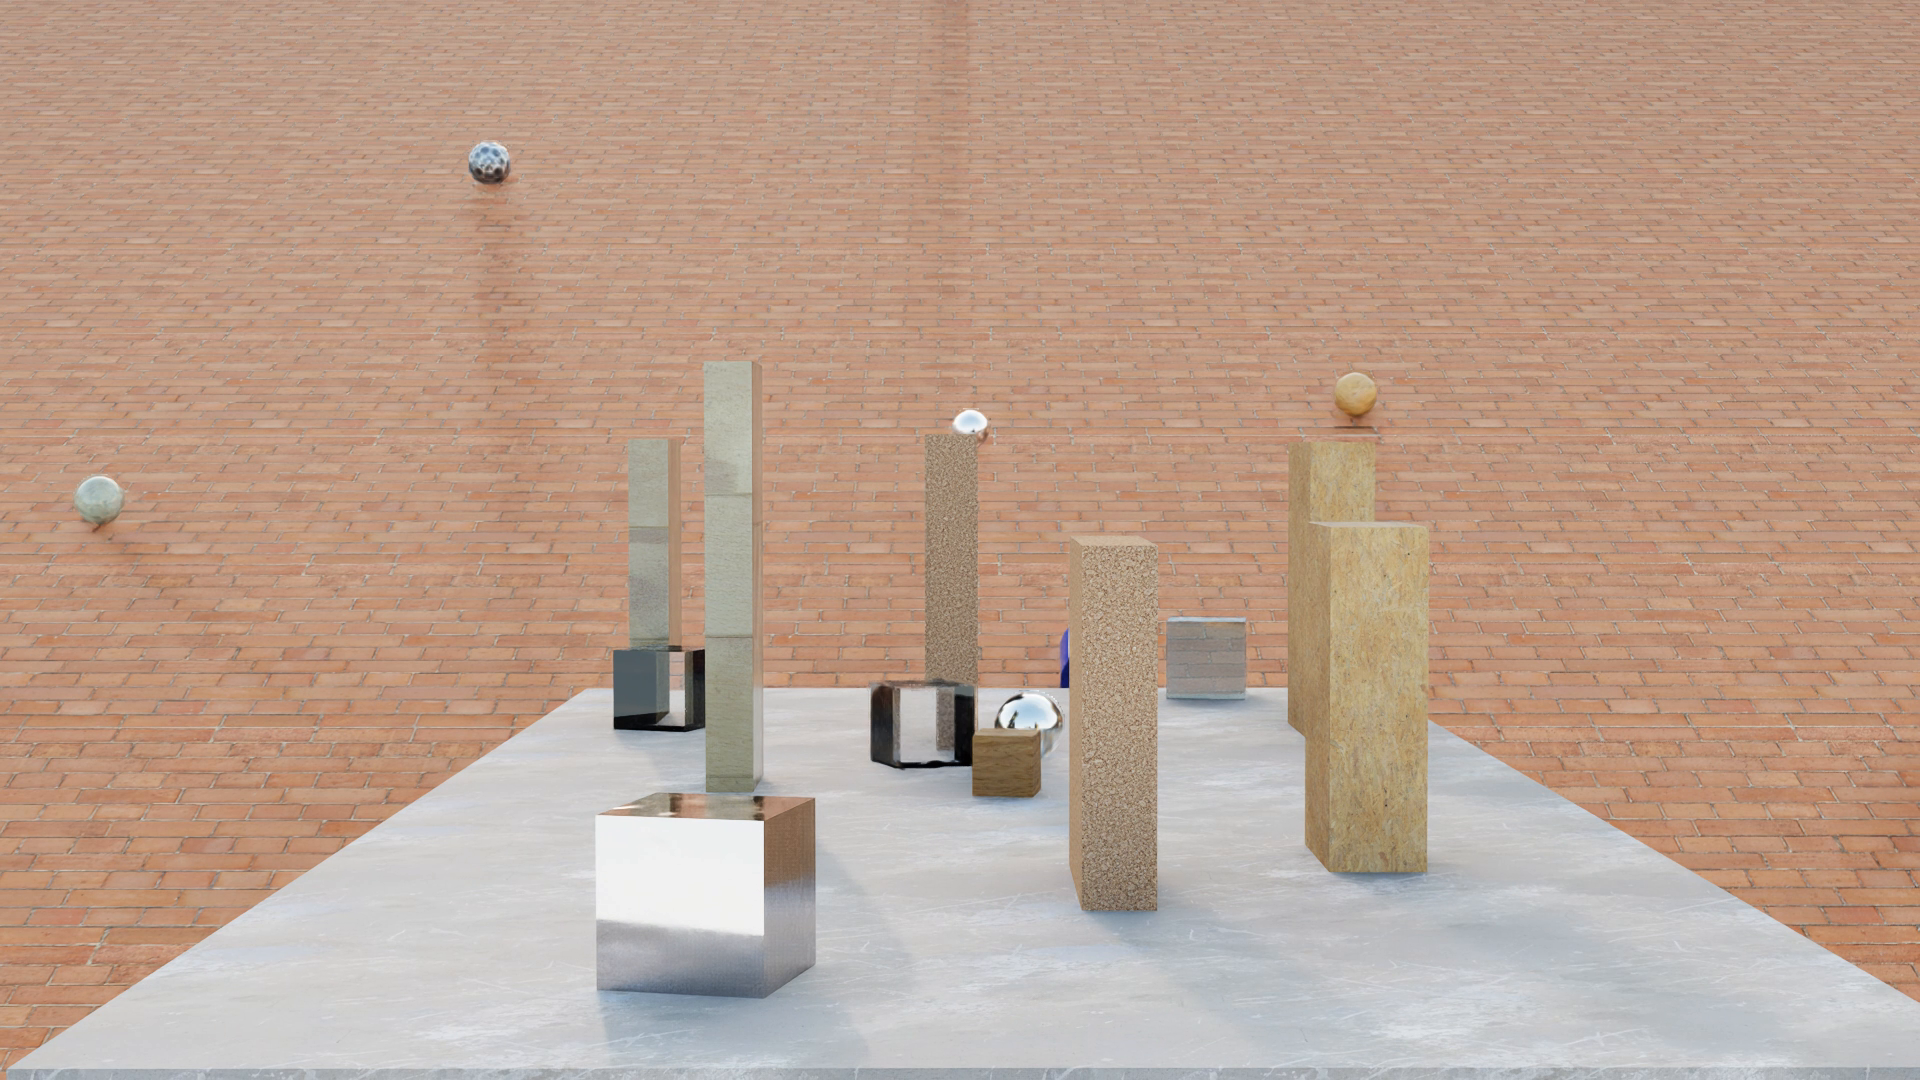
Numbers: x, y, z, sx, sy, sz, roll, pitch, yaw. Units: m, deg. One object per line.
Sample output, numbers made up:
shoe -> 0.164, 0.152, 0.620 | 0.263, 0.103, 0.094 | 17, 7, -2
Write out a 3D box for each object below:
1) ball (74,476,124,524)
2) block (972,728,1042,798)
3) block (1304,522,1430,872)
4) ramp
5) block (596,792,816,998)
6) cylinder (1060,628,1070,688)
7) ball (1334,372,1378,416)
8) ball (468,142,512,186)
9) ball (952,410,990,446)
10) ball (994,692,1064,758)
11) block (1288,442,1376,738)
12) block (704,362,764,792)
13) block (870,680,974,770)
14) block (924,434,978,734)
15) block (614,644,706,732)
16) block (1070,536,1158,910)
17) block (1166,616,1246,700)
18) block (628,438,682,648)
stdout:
ball -> -2.574, -0.119, 7.708 | 0.142, 0.142, 0.142 | 0, 24, 0
block -> 0.083, 0.395, 4.568 | 0.107, 0.107, 0.107 | 0, 2, 10
block -> 0.603, 0.225, 3.835 | 0.141, 0.498, 0.261 | 0, 2, 0
ramp -> 0.055, 0.499, 4.546 | 2.000, 0.100, 4.000 | 0, 2, 0
block -> -0.291, 0.407, 2.981 | 0.199, 0.199, 0.199 | 0, 2, 14
cylinder -> 0.348, 0.323, 6.671 | 0.180, 0.180, 0.180 | 0, 24, 1
ball -> 1.307, -0.482, 8.519 | 0.143, 0.143, 0.143 | 0, 24, 0
ball -> -2.008, -1.607, 10.992 | 0.183, 0.183, 0.183 | 0, 24, 0
ball -> 0.035, -0.356, 8.266 | 0.120, 0.120, 0.120 | 0, 24, 0
ball -> 0.135, 0.364, 5.022 | 0.135, 0.135, 0.135 | 0, 24, 0
block -> 0.795, 0.101, 5.534 | 0.134, 0.623, 0.353 | 0, 2, 0
block -> -0.410, 0.062, 4.686 | 0.084, 0.765, 0.250 | 0, 2, 0
block -> -0.074, 0.356, 4.995 | 0.154, 0.154, 0.154 | -1, 2, -24
block -> -0.018, 0.098, 5.413 | 0.107, 0.639, 0.342 | 0, 2, 0
block -> -0.642, 0.323, 5.645 | 0.172, 0.172, 0.172 | 1, 2, 20
block -> 0.210, 0.242, 3.587 | 0.100, 0.483, 0.377 | 0, 2, 0
block -> 0.608, 0.289, 6.340 | 0.190, 0.190, 0.190 | 0, 2, 8
block -> -0.695, 0.085, 5.881 | 0.089, 0.631, 0.266 | 0, 2, 0
